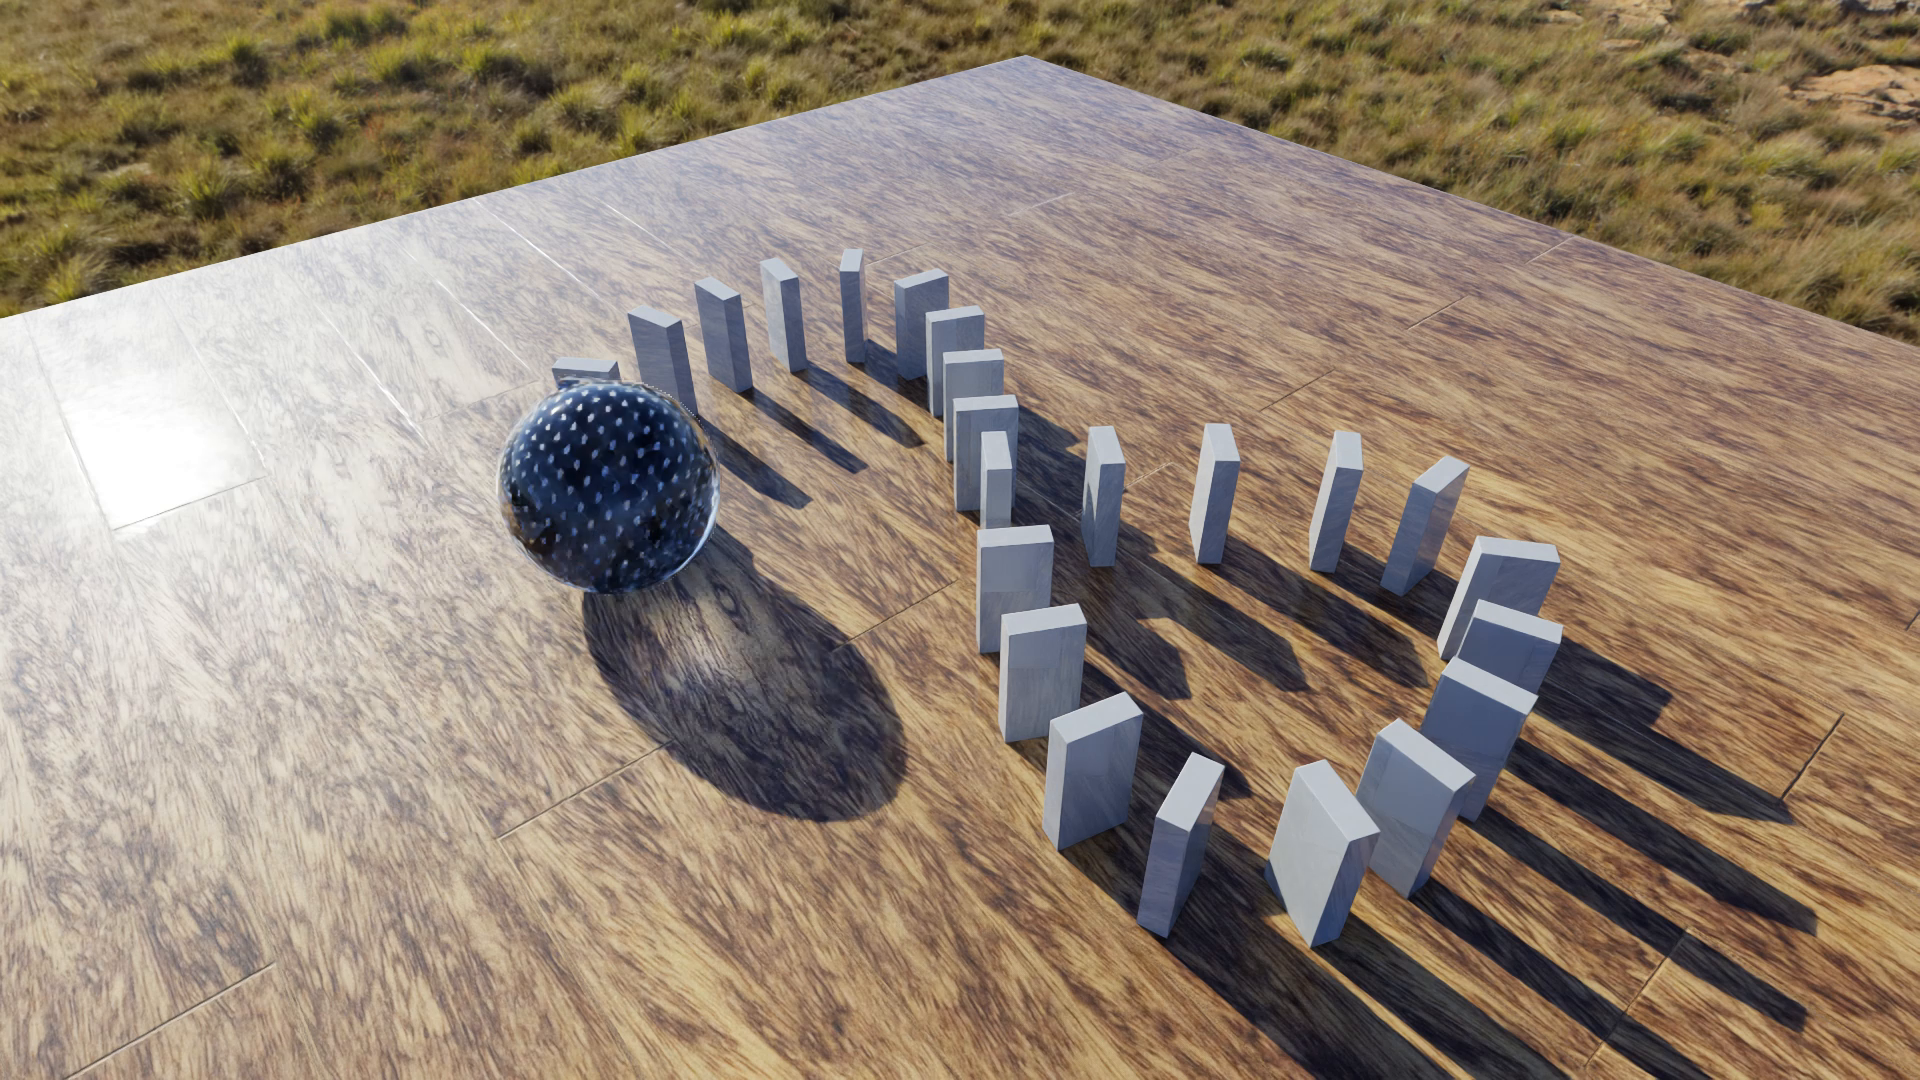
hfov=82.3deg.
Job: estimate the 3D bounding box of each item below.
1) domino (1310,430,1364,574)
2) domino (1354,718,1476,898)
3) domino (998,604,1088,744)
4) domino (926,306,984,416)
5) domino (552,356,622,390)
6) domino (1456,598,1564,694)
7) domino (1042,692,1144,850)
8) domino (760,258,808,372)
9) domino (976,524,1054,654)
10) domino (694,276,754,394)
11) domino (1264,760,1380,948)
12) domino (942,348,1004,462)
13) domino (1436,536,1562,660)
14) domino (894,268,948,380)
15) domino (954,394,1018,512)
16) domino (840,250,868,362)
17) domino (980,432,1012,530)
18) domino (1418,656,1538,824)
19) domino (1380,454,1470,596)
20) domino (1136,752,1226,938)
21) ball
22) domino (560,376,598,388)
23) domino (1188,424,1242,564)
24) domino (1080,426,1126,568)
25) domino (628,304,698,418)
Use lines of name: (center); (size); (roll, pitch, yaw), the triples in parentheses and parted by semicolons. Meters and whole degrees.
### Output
domino: (0.146, -0.015, 0.429); (0.009, 0.050, 0.025); (9, 40, 10)
domino: (0.127, 0.078, 0.316); (0.010, 0.050, 0.025); (-25, 45, -27)
domino: (0.026, 0.044, 0.358); (0.025, 0.050, 0.009); (-8, 40, -10)
domino: (-0.002, -0.083, 0.513); (0.025, 0.050, 0.009); (-11, 41, -14)
domino: (-0.158, -0.054, 0.478); (0.025, 0.050, 0.009); (5, 40, 6)
domino: (0.173, 0.045, 0.357); (0.025, 0.050, 0.009); (19, 43, 22)
domino: (0.039, 0.069, 0.327); (0.025, 0.050, 0.009); (-17, 42, -20)
domino: (-0.088, -0.112, 0.548); (0.010, 0.050, 0.025); (-21, 44, -23)
domino: (0.019, 0.018, 0.390); (0.025, 0.050, 0.009); (-5, 40, -6)
domino: (-0.114, -0.099, 0.532); (0.009, 0.050, 0.025); (-31, 48, -32)
domino: (0.099, 0.087, 0.305); (0.010, 0.050, 0.025); (-12, 41, -15)
domino: (0.006, -0.059, 0.483); (0.025, 0.050, 0.010); (-5, 40, -6)
domino: (0.187, 0.022, 0.384); (0.025, 0.050, 0.009); (7, 40, 9)
domino: (-0.018, -0.106, 0.540); (0.025, 0.050, 0.009); (-23, 45, -26)
domino: (0.010, -0.035, 0.455); (0.025, 0.050, 0.009); (-5, 40, -5)
domino: (-0.053, -0.118, 0.556); (0.010, 0.050, 0.025); (0, 39, 1)
domino: (0.014, -0.014, 0.429); (0.009, 0.050, 0.025); (-2, 39, -3)
domino: (0.154, 0.062, 0.336); (0.025, 0.050, 0.009); (29, 47, 30)
domino: (0.176, -0.005, 0.417); (0.025, 0.050, 0.010); (-31, 49, -32)
domino: (0.061, 0.086, 0.307); (0.010, 0.050, 0.025); (21, 44, 24)
ball: (-0.131, -0.020, 0.412); (0.080, 0.080, 0.080); (0, 39, 0)
domino: (-0.154, -0.042, 0.462); (0.025, 0.050, 0.010); (6, 16, 2)
domino: (0.100, -0.018, 0.433); (0.010, 0.050, 0.025); (1, 39, 1)
domino: (0.056, -0.017, 0.432); (0.010, 0.050, 0.025); (-3, 39, -3)
domino: (-0.138, -0.081, 0.511); (0.025, 0.050, 0.009); (24, 45, 26)
